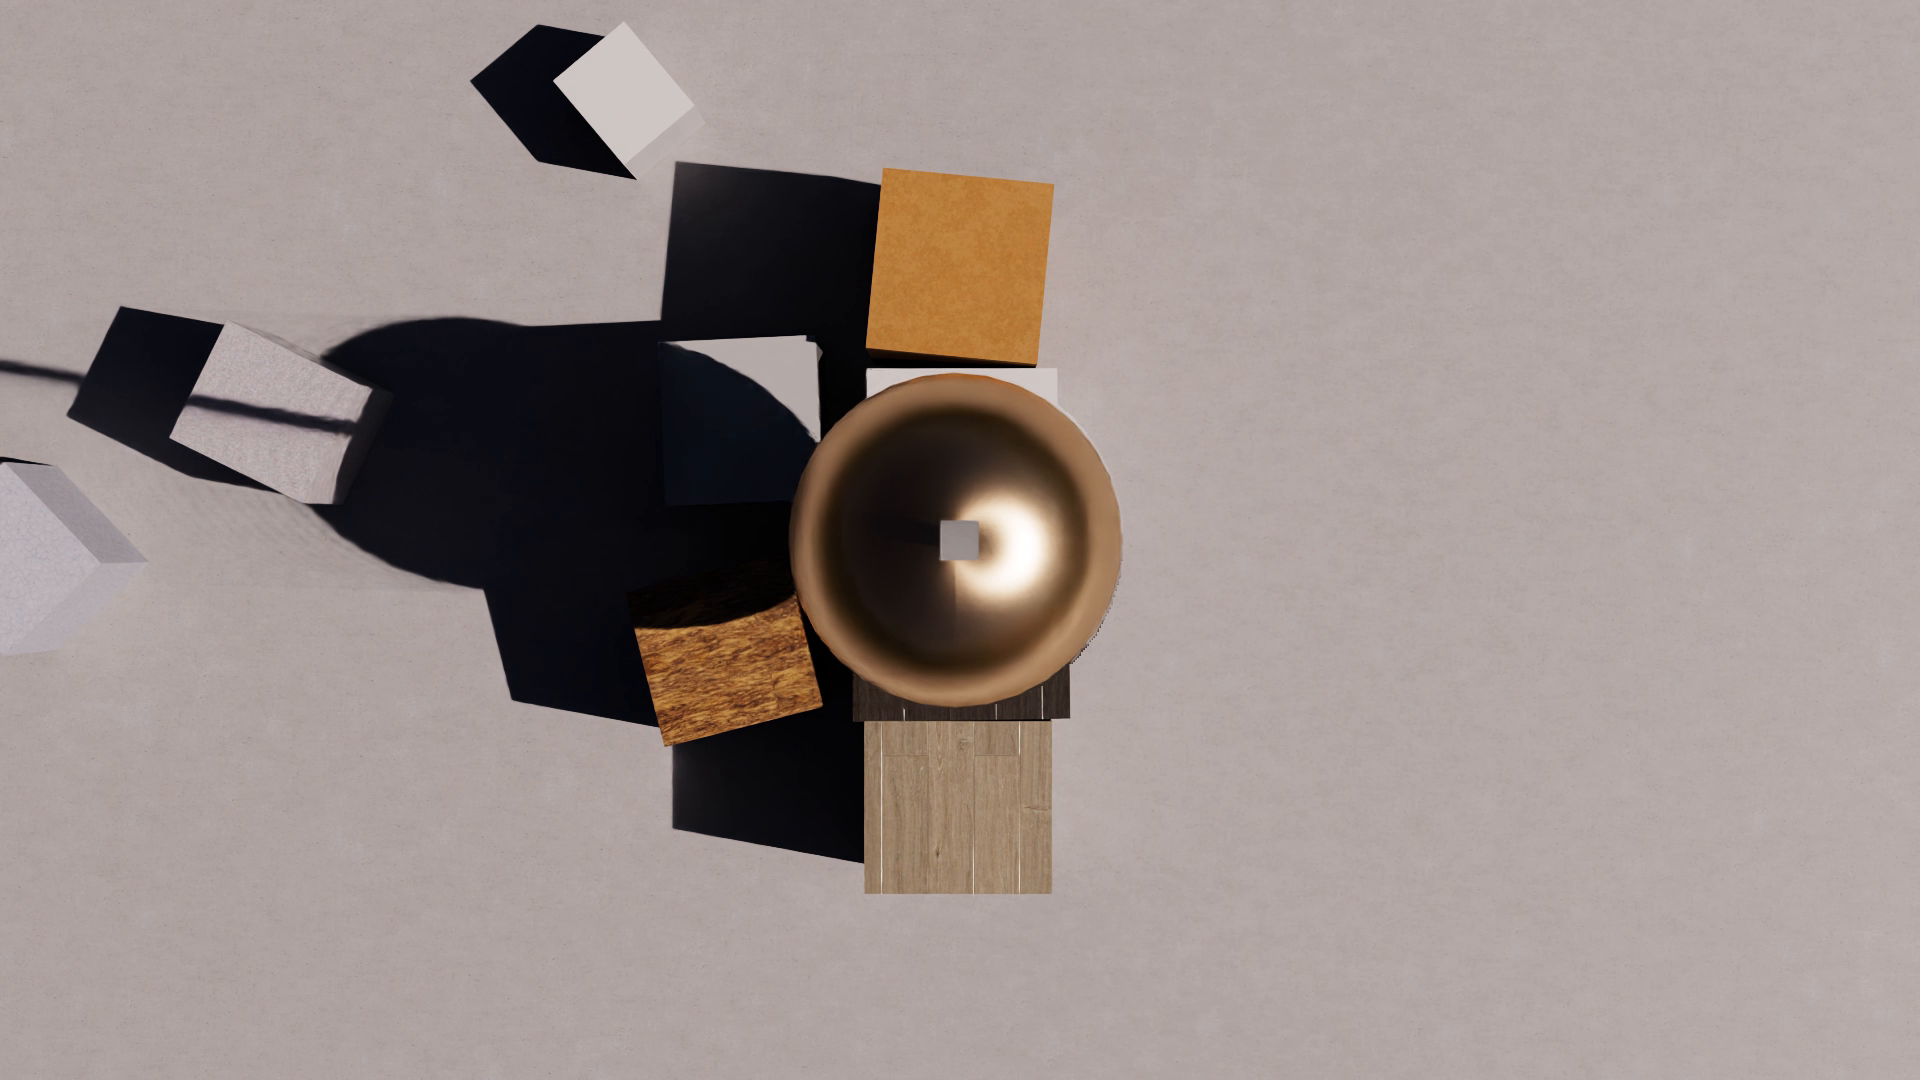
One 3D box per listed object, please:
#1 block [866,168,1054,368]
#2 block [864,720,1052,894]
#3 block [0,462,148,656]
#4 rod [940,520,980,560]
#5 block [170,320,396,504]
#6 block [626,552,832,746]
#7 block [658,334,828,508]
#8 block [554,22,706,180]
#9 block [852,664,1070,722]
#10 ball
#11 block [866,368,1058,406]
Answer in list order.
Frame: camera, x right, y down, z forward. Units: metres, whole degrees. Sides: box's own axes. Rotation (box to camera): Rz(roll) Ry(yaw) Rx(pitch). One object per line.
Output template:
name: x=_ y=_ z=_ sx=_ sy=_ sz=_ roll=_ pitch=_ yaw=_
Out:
block: x=0.000 y=-1.480 z=12.436 sx=0.930 sy=1.128 sz=0.977 roll=5 pitch=90 yaw=0
block: x=-0.010 y=1.454 z=12.474 sx=1.020 sy=1.051 sz=0.937 roll=0 pitch=90 yaw=0
block: x=-5.331 y=0.106 z=12.633 sx=0.746 sy=0.735 sz=0.786 roll=-44 pitch=90 yaw=0
rod: x=-0.010 y=0.000 z=7.110 sx=0.080 sy=5.200 sz=0.080 roll=0 pitch=90 yaw=0
block: x=-3.859 y=-0.714 z=12.600 sx=0.819 sy=0.799 sz=0.729 roll=26 pitch=90 yaw=0
block: x=-1.296 y=0.601 z=12.543 sx=0.902 sy=0.914 sz=0.879 roll=-14 pitch=90 yaw=0
block: x=-1.215 y=-0.661 z=12.591 sx=0.874 sy=0.818 sz=0.909 roll=-3 pitch=90 yaw=0
block: x=-1.906 y=-2.535 z=12.737 sx=0.525 sy=0.527 sz=0.623 roll=-40 pitch=90 yaw=0
block: x=0.003 y=0.485 z=12.464 sx=1.179 sy=1.072 sz=0.984 roll=-1 pitch=90 yaw=0
ball: x=-0.022 y=0.000 z=10.510 sx=1.600 sy=1.600 sz=1.600 roll=0 pitch=90 yaw=0
block: x=0.011 y=-0.480 z=12.514 sx=1.043 sy=0.972 sz=0.918 roll=0 pitch=90 yaw=0
